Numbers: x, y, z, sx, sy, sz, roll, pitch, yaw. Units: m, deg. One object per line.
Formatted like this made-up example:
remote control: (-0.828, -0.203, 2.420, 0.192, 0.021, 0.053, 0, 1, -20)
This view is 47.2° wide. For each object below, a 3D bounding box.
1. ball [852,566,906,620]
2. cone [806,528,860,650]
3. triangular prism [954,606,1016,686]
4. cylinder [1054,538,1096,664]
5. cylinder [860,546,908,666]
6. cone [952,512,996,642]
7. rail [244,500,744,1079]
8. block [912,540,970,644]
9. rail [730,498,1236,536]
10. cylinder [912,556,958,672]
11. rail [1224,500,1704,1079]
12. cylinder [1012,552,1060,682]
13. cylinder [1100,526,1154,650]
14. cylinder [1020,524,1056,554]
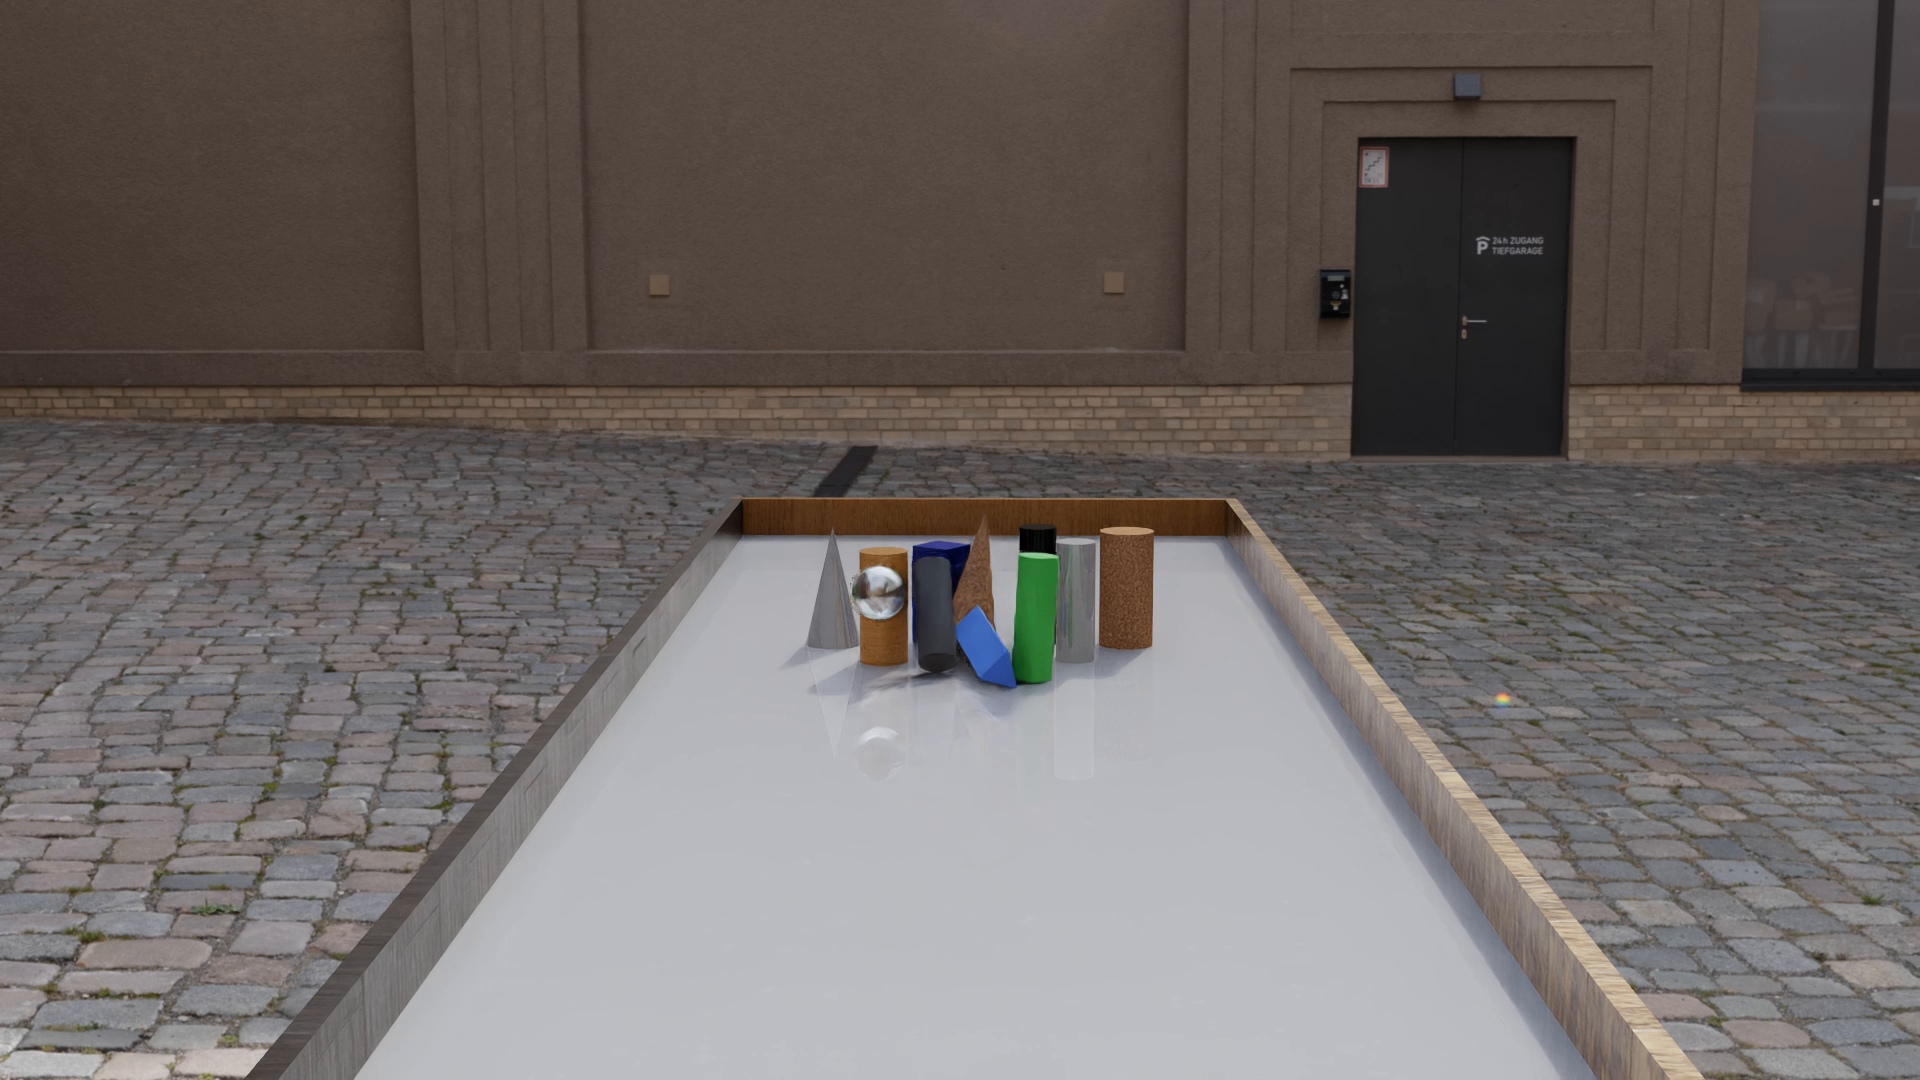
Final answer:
ball: (-0.239, 0.156, 6.470, 0.161, 0.161, 0.161, 0, 9, 0)
cone: (-0.399, 0.142, 6.915, 0.177, 0.375, 0.177, 0, 9, 0)
triangular prism: (0.083, 0.305, 6.515, 0.113, 0.098, 0.450, 14, 12, -14)
cylinder: (0.350, 0.184, 6.683, 0.122, 0.364, 0.122, 0, 9, 0)
cylinder: (-0.231, 0.200, 6.660, 0.146, 0.340, 0.146, 0, 9, 0)
cone: (0.054, 0.103, 6.892, 0.178, 0.425, 0.178, 8, -17, 2)
rail: (-1.004, 0.839, 3.234, 0.050, 0.150, 12.000, 0, 9, 1)
block: (-0.058, 0.169, 6.957, 0.131, 0.309, 0.131, 7, 11, 36)
rail: (0.099, -0.098, 9.147, 2.100, 0.150, 0.050, 0, 9, 1)
cylinder: (-0.076, 0.220, 6.576, 0.114, 0.338, 0.114, -3, -33, -2)
rail: (1.046, 0.843, 3.208, 0.050, 0.150, 12.000, 0, 9, 1)
cylinder: (0.219, 0.225, 6.408, 0.118, 0.363, 0.118, 3, 8, 0)
cylinder: (0.523, 0.150, 6.910, 0.169, 0.361, 0.169, 0, 9, 0)
cylinder: (0.245, 0.140, 6.947, 0.118, 0.369, 0.118, 0, 9, 0)
